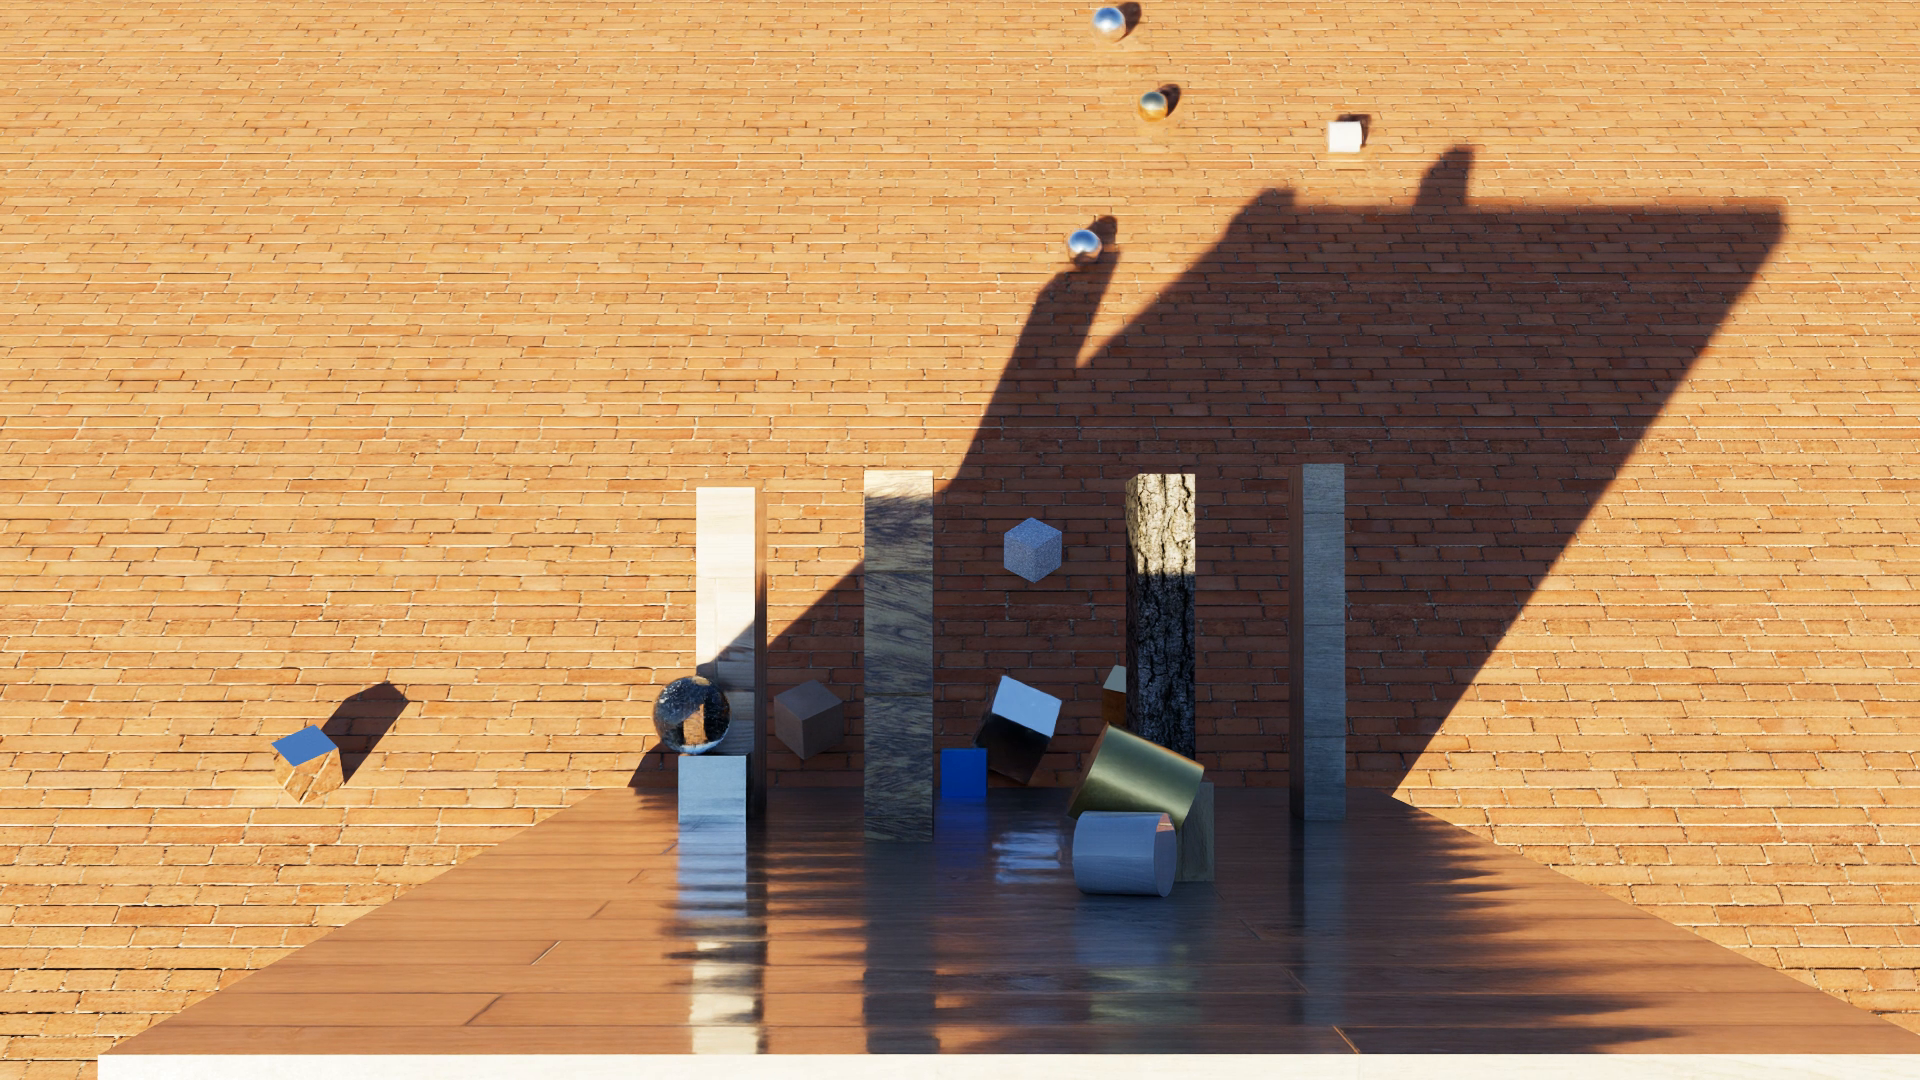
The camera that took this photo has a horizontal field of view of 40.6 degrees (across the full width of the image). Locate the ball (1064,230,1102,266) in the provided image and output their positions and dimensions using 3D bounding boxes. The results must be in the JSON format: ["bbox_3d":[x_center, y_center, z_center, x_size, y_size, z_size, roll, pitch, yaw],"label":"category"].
[{"bbox_3d":[0.444,-1.055,9.358,0.132,0.132,0.132,0,34,0],"label":"ball"}]

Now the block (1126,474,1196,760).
[{"bbox_3d":[0.373,0.243,4.857,0.102,0.716,0.347,0,-1,0],"label":"block"}]

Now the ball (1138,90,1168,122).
[{"bbox_3d":[0.771,-1.734,10.380,0.126,0.126,0.126,0,34,0],"label":"ball"}]

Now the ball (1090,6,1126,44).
[{"bbox_3d":[0.629,-2.189,11.035,0.156,0.156,0.156,0,34,0],"label":"ball"}]

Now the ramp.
[{"bbox_3d":[0.075,0.649,4.782,2.000,0.100,4.000,0,-1,0],"label":"ramp"}]

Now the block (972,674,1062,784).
[{"bbox_3d":[0.147,0.506,6.931,0.174,0.174,0.174,24,33,-2],"label":"block"}]

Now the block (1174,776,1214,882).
[{"bbox_3d":[0.356,0.509,4.592,0.171,0.171,0.171,0,-1,0],"label":"block"}]

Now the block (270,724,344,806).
[{"bbox_3d":[-1.732,0.596,6.888,0.129,0.129,0.129,-25,41,-32],"label":"block"}]

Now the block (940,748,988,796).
[{"bbox_3d":[0.010,0.583,6.505,0.113,0.113,0.113,0,-1,2],"label":"block"}]

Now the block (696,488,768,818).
[{"bbox_3d":[-0.528,0.257,6.030,0.130,0.743,0.382,0,-1,0],"label":"block"}]

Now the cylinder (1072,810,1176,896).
[{"bbox_3d":[0.273,0.519,4.293,0.138,0.138,0.138,-1,32,21],"label":"cylinder"}]

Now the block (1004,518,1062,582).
[{"bbox_3d":[0.217,0.030,7.744,0.122,0.122,0.122,27,42,34],"label":"block"}]

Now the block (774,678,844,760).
[{"bbox_3d":[-0.410,0.486,7.049,0.134,0.134,0.134,-23,40,-31],"label":"block"}]

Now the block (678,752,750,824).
[{"bbox_3d":[-0.544,0.548,5.758,0.147,0.147,0.147,0,-1,-1],"label":"block"}]

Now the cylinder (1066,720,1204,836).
[{"bbox_3d":[0.297,0.426,4.420,0.178,0.178,0.178,25,37,1],"label":"cylinder"}]

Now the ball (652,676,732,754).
[{"bbox_3d":[-0.594,0.387,5.749,0.175,0.175,0.175,0,34,0],"label":"ball"}]

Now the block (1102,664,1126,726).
[{"bbox_3d":[0.462,0.432,7.149,0.113,0.113,0.113,12,35,17],"label":"block"}]

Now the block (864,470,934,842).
[{"bbox_3d":[-0.125,0.239,5.422,0.139,0.751,0.325,0,-1,0],"label":"block"}]

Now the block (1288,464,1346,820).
[{"bbox_3d":[0.811,0.229,5.904,0.092,0.793,0.258,0,-1,0],"label":"block"}]
